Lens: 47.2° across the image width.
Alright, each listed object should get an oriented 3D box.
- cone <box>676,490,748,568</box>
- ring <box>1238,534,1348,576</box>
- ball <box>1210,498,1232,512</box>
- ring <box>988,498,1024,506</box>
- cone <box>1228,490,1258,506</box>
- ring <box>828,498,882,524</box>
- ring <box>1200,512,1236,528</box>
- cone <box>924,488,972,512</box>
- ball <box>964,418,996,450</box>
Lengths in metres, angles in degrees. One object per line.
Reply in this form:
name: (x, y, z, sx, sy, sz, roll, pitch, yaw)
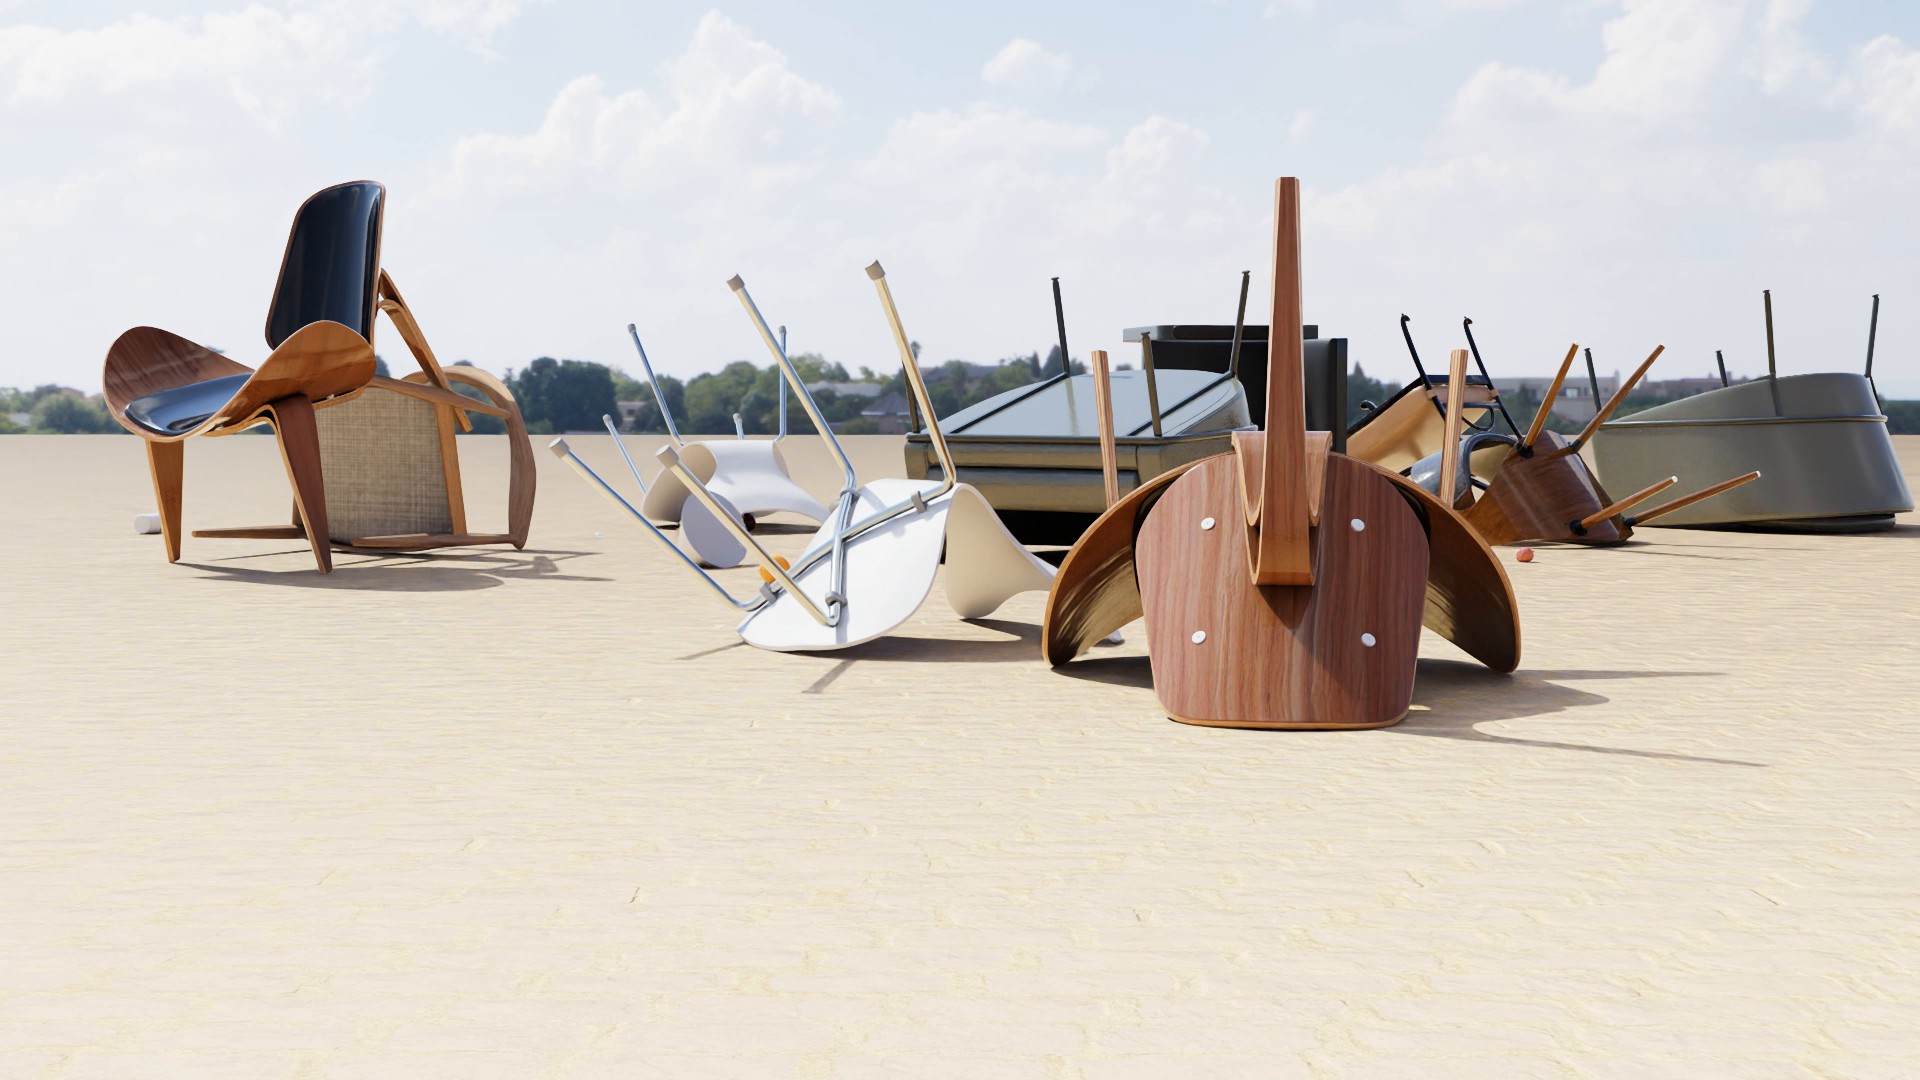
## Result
cone: (-0.677, 0.016, 5.624, 0.170, 0.208, 0.252, -38, 22, 32)
ring: (0.819, 0.036, 5.414, 0.272, 0.085, 0.352, 2, 5, 14)
ball: (0.888, -0.104, 7.483, 0.080, 0.080, 0.080, 0, 4, 0)
ring: (0.174, -0.146, 8.472, 0.149, 0.028, 0.120, 3, 4, 33)
cone: (1.101, -0.150, 8.514, 0.122, 0.077, 0.047, 0, -35, 26)
ring: (-0.352, -0.095, 7.386, 0.155, 0.077, 0.235, -1, 5, -36)
ring: (0.842, -0.068, 7.204, 0.119, 0.045, 0.257, 0, 3, 10)
cone: (-0.074, -0.128, 8.113, 0.198, 0.084, 0.144, 3, 21, 25)
ball: (0.154, -0.785, 16.261, 0.236, 0.236, 0.236, 0, 4, 0)
